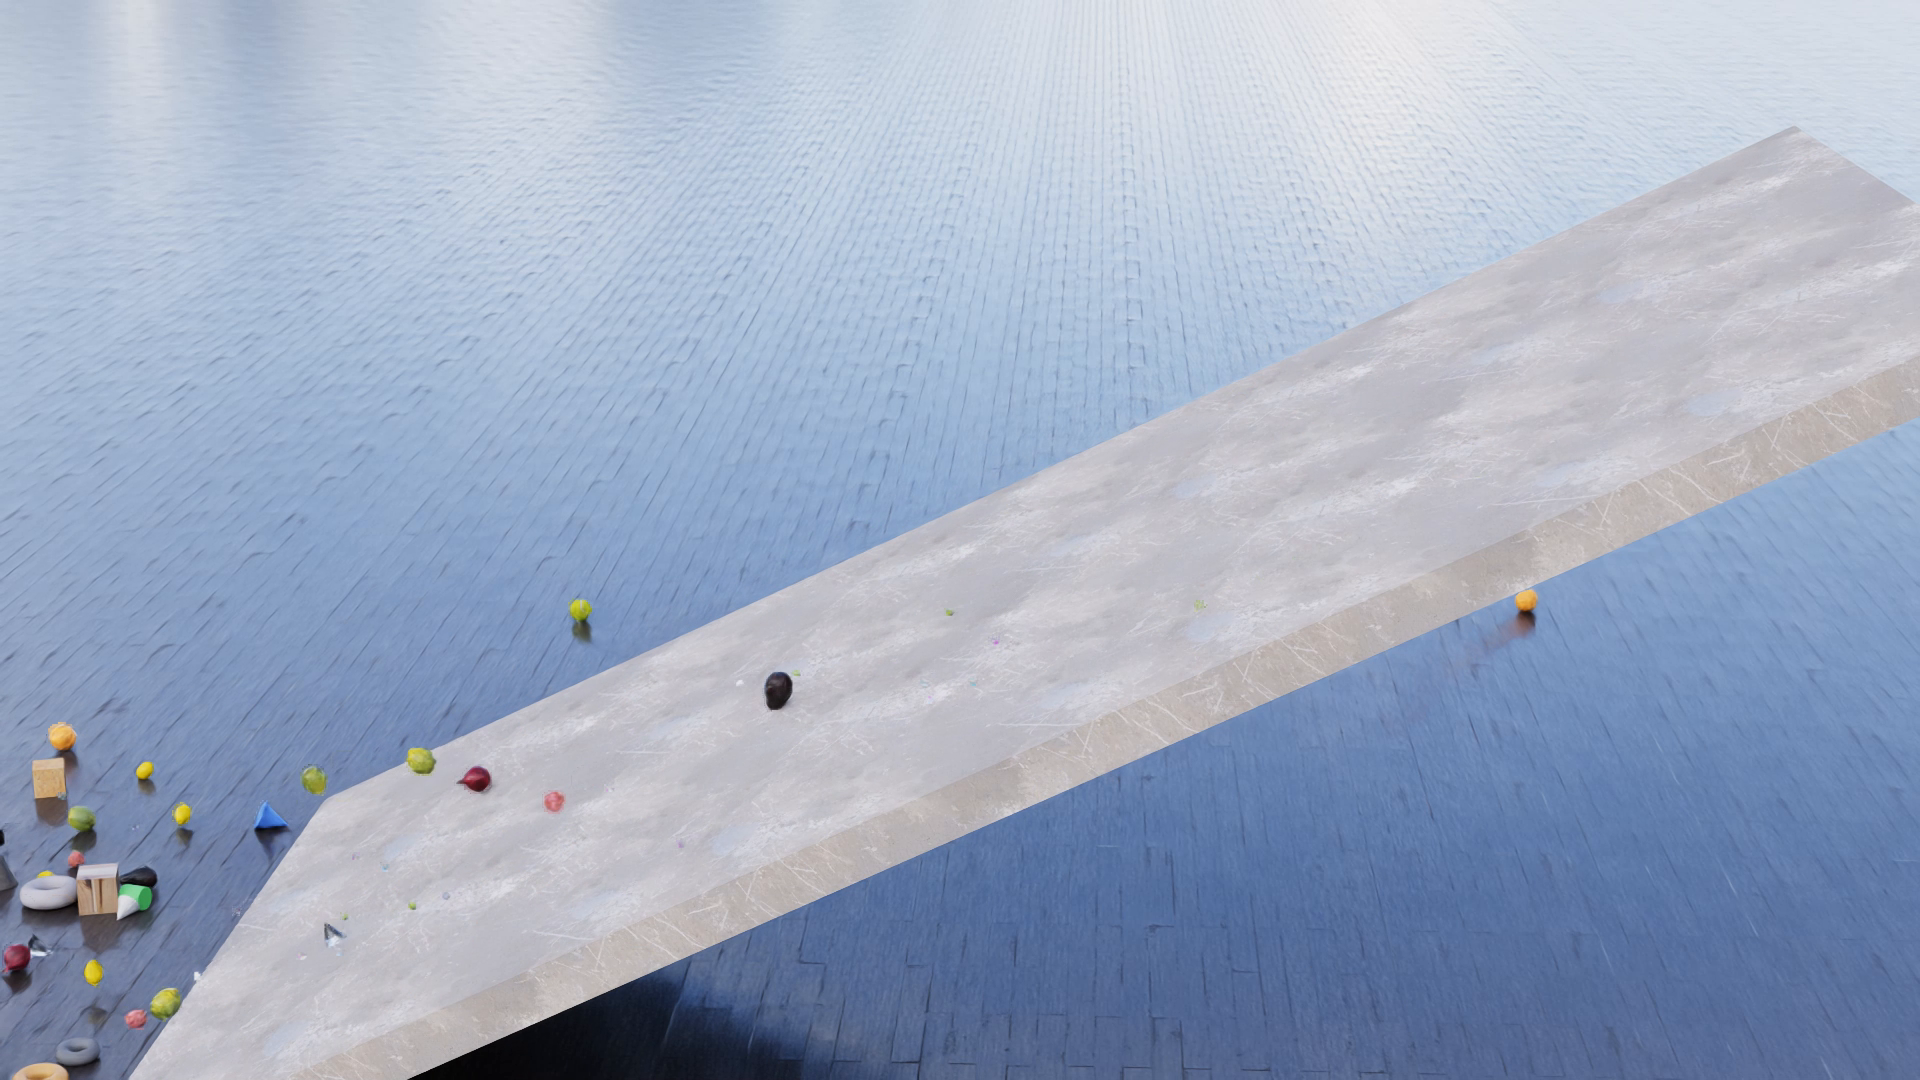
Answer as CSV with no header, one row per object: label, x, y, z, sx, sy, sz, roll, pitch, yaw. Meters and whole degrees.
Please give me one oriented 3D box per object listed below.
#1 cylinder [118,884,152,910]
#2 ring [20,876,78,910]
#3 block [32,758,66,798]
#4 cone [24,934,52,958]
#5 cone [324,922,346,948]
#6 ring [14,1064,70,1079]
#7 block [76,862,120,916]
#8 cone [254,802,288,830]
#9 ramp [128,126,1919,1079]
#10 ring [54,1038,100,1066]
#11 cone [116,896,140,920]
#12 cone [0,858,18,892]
cylinder,-1.992,0.862,7.102,0.057,0.057,0.057,6,17,19
ring,-2.208,0.856,7.140,0.146,0.049,0.146,-1,15,0
block,-2.429,0.635,7.846,0.079,0.079,0.079,-4,17,-15
cone,-2.136,0.954,6.841,0.059,0.059,0.059,23,8,-21
cone,-1.340,0.833,6.262,0.050,0.050,0.050,-25,13,6
ring,-1.934,1.137,6.186,0.117,0.039,0.117,1,17,0
block,-2.080,0.843,7.105,0.091,0.091,0.091,-3,16,-11
cone,-1.775,0.726,7.612,0.077,0.077,0.077,23,9,-18
ramp,0.137,0.168,6.281,4.000,0.100,2.000,-25,13,9
ring,-1.898,1.101,6.326,0.094,0.031,0.094,1,19,0
cone,-2.007,0.892,7.054,0.057,0.057,0.057,6,44,20
cone,-2.363,0.809,7.233,0.086,0.086,0.086,0,16,0
